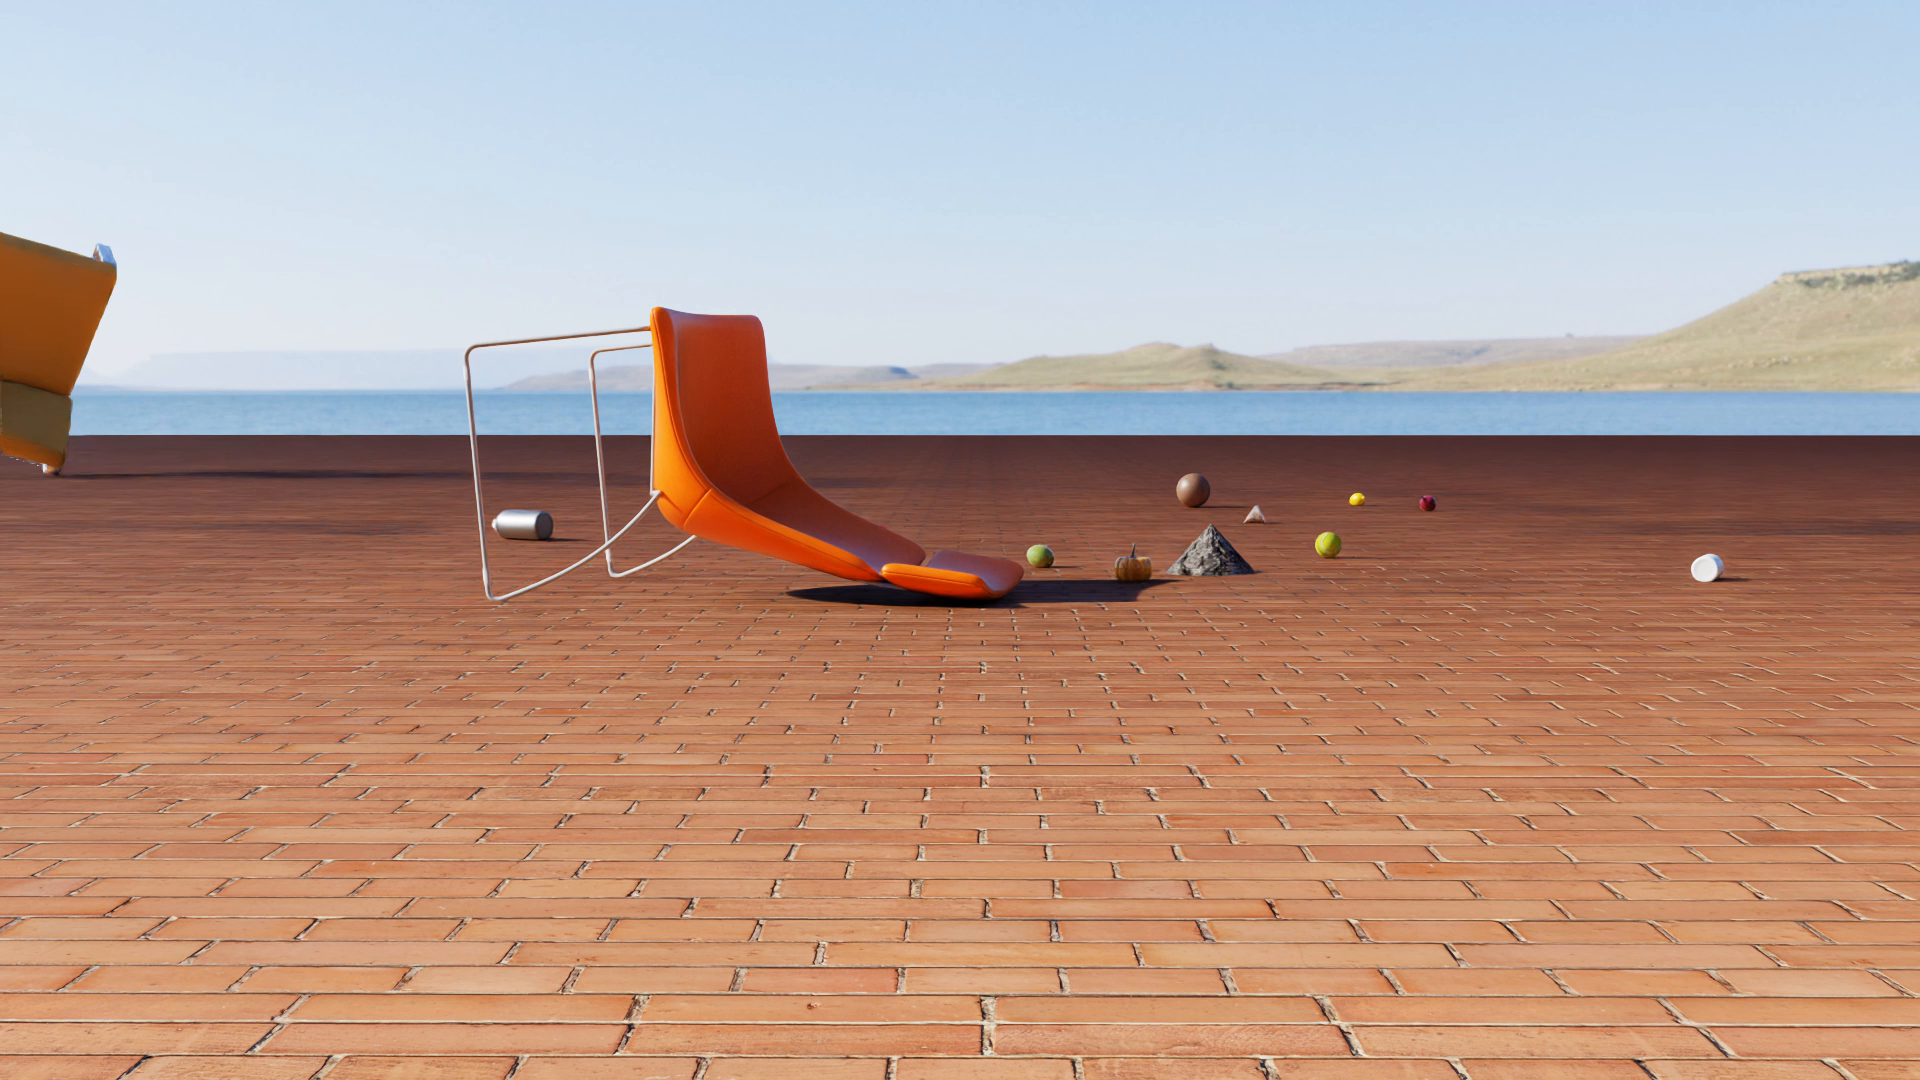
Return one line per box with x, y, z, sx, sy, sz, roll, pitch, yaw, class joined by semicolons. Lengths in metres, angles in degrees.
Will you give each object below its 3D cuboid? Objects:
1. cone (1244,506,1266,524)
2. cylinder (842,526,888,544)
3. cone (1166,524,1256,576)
0.979;-0.072;7.372;0.065;0.066;0.076;-30;-5;11;cone
-0.274;-0.014;6.371;0.097;0.051;0.099;2;14;32;cylinder
0.614;0.019;5.381;0.232;0.121;0.194;-2;5;-30;cone
